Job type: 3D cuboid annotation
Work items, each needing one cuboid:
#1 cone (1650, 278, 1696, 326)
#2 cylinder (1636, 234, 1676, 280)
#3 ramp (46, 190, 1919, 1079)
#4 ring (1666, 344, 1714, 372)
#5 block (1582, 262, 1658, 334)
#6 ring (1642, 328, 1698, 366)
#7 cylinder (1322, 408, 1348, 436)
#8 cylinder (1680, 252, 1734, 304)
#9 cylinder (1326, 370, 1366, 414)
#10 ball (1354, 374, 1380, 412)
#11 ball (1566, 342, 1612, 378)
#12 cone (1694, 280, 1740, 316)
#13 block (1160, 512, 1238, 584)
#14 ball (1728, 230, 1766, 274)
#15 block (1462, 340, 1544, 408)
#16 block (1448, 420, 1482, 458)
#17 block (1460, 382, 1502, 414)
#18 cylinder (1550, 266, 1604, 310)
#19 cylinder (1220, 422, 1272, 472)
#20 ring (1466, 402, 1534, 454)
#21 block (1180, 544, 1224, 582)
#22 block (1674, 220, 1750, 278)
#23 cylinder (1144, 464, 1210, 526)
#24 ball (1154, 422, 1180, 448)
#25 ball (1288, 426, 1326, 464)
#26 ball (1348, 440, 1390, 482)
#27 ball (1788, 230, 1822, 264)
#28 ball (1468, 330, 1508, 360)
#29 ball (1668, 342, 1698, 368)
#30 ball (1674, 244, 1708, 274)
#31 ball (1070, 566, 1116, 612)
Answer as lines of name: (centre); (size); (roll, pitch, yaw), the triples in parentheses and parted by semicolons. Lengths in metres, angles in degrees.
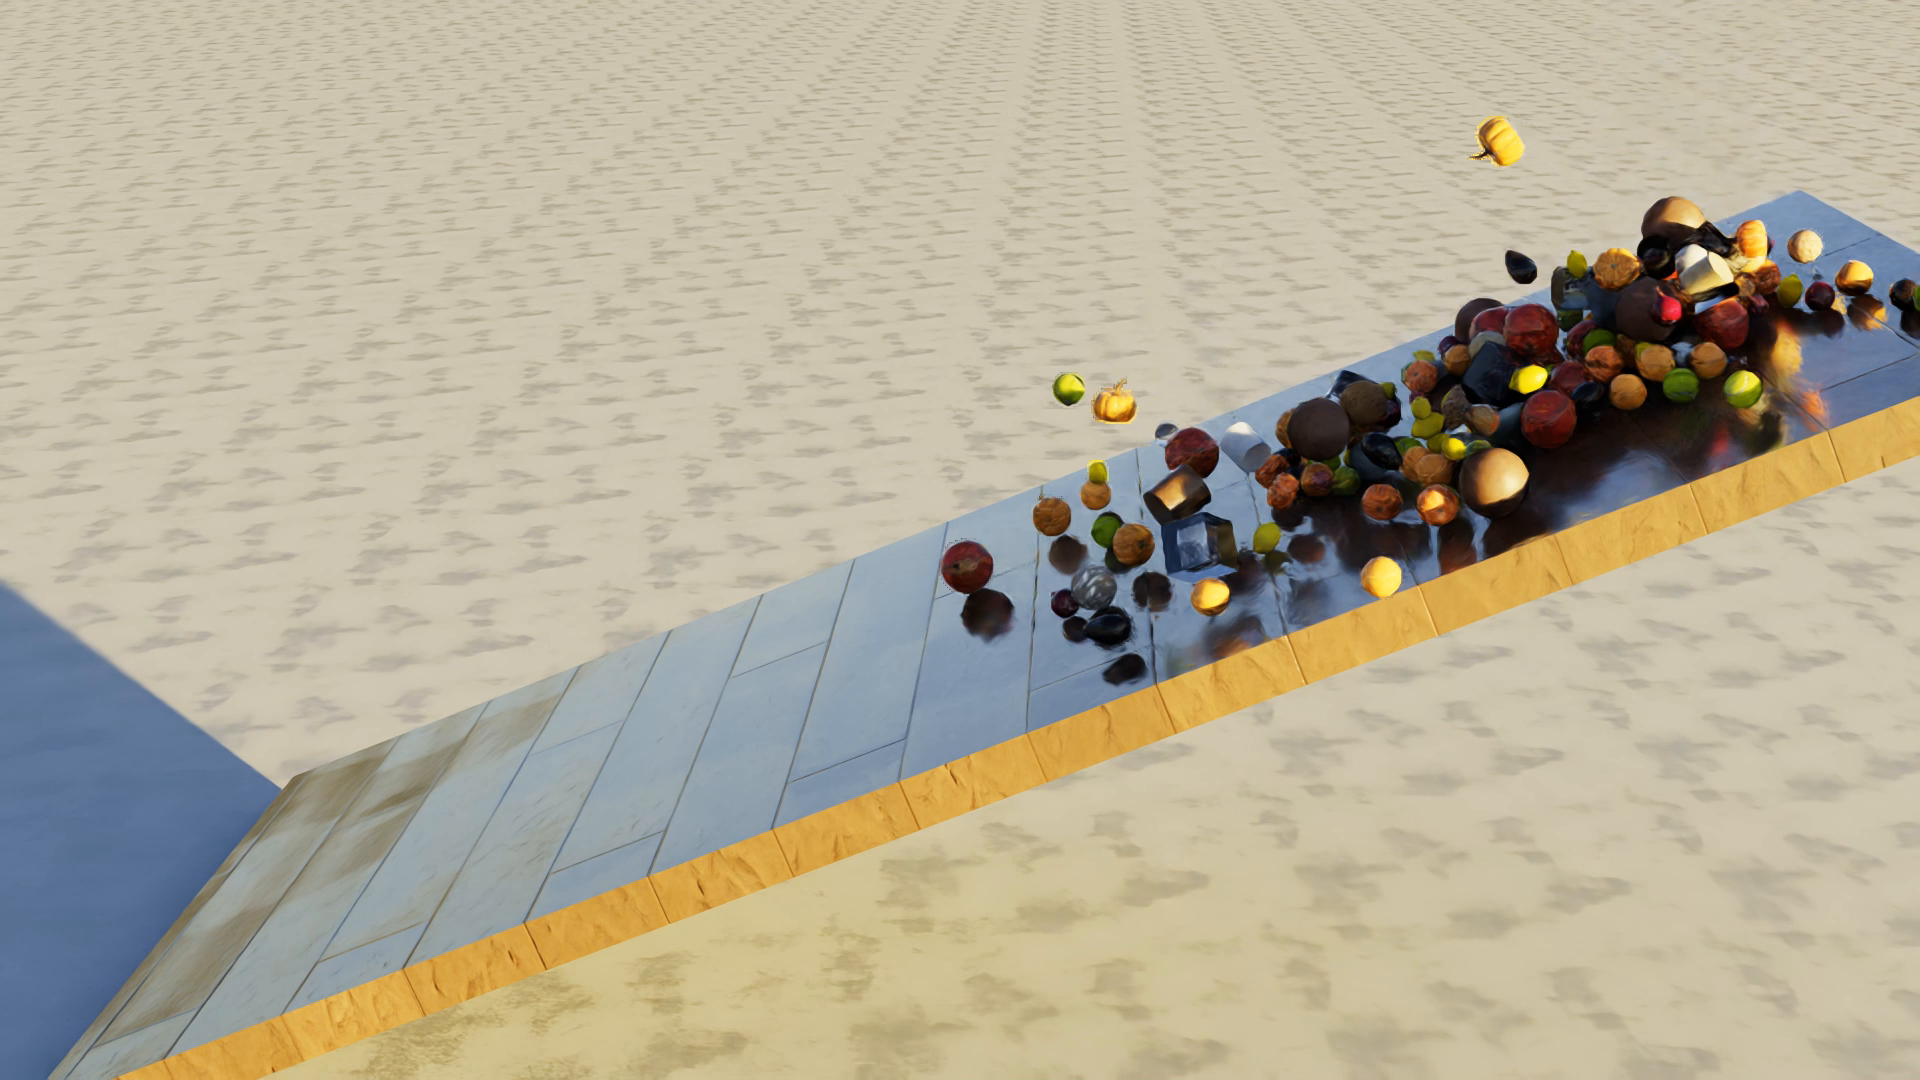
cone: (1.446, -0.468, 6.010); (0.095, 0.095, 0.095); (-40, 21, -4)
cylinder: (1.423, -0.578, 6.006); (0.065, 0.065, 0.065); (11, -25, 36)
ramp: (0.125, 0.173, 6.289); (4.000, 0.100, 2.000); (-21, 12, 7)
ring: (1.457, -0.363, 5.872); (0.098, 0.033, 0.098); (-20, 14, 5)
block: (1.354, -0.495, 6.028); (0.094, 0.094, 0.094); (13, 50, -34)
ring: (1.417, -0.385, 5.872); (0.120, 0.040, 0.120); (-25, 10, 5)
cylinder: (0.829, -0.261, 6.509); (0.054, 0.054, 0.054); (1, 18, 5)
cylinder: (1.459, -0.513, 5.750); (0.072, 0.072, 0.072); (-38, -11, 36)
cylinder: (0.829, -0.317, 6.321); (0.066, 0.066, 0.066); (9, 54, 31)
ball: (0.899, -0.328, 6.602); (0.085, 0.085, 0.085); (0, 14, 0)
ball: (1.322, -0.366, 6.179); (0.100, 0.100, 0.100); (0, 14, 0)
cone: (1.477, -0.478, 5.814); (0.089, 0.089, 0.089); (36, -10, 7)
block: (0.451, 0.016, 5.538); (0.098, 0.098, 0.098); (-20, -23, 34)
ball: (1.626, -0.598, 6.101); (0.091, 0.091, 0.091); (0, 14, 0)
block: (1.080, -0.326, 5.858); (0.094, 0.094, 0.094); (10, 29, -45)
block: (1.025, -0.202, 5.911); (0.052, 0.052, 0.052); (-10, 17, 45)
block: (1.094, -0.307, 6.071); (0.072, 0.072, 0.072); (-3, -24, -43)
cylinder: (1.336, -0.543, 6.348); (0.094, 0.094, 0.094); (0, 14, -9)
cylinder: (0.577, -0.187, 5.946); (0.074, 0.074, 0.074); (-10, 42, -34)
ring: (1.063, -0.220, 5.800); (0.149, 0.050, 0.149); (-31, -8, -5)
block: (0.478, 0.045, 5.815); (0.053, 0.053, 0.053); (-36, 15, -12)
block: (1.527, -0.576, 5.966); (0.089, 0.089, 0.089); (26, 25, -46)
cylinder: (0.432, -0.085, 5.843); (0.095, 0.095, 0.095); (-38, 28, -17)
ball: (0.445, -0.225, 6.307); (0.055, 0.055, 0.055); (0, 14, 0)
ball: (0.749, -0.205, 6.346); (0.084, 0.084, 0.084); (0, 14, 0)
ball: (0.835, -0.163, 6.005); (0.085, 0.085, 0.085); (0, 14, 0)
ball: (1.757, -0.610, 6.118); (0.069, 0.069, 0.069); (0, 14, 0)
ball: (1.111, -0.397, 6.172); (0.085, 0.085, 0.085); (0, 14, 0)
ball: (1.419, -0.363, 5.775); (0.054, 0.054, 0.054); (0, 14, 0)
ball: (1.466, -0.556, 5.888); (0.070, 0.070, 0.070); (0, 14, 0)
ball: (0.268, 0.096, 5.899); (0.092, 0.092, 0.092); (0, 14, 0)
